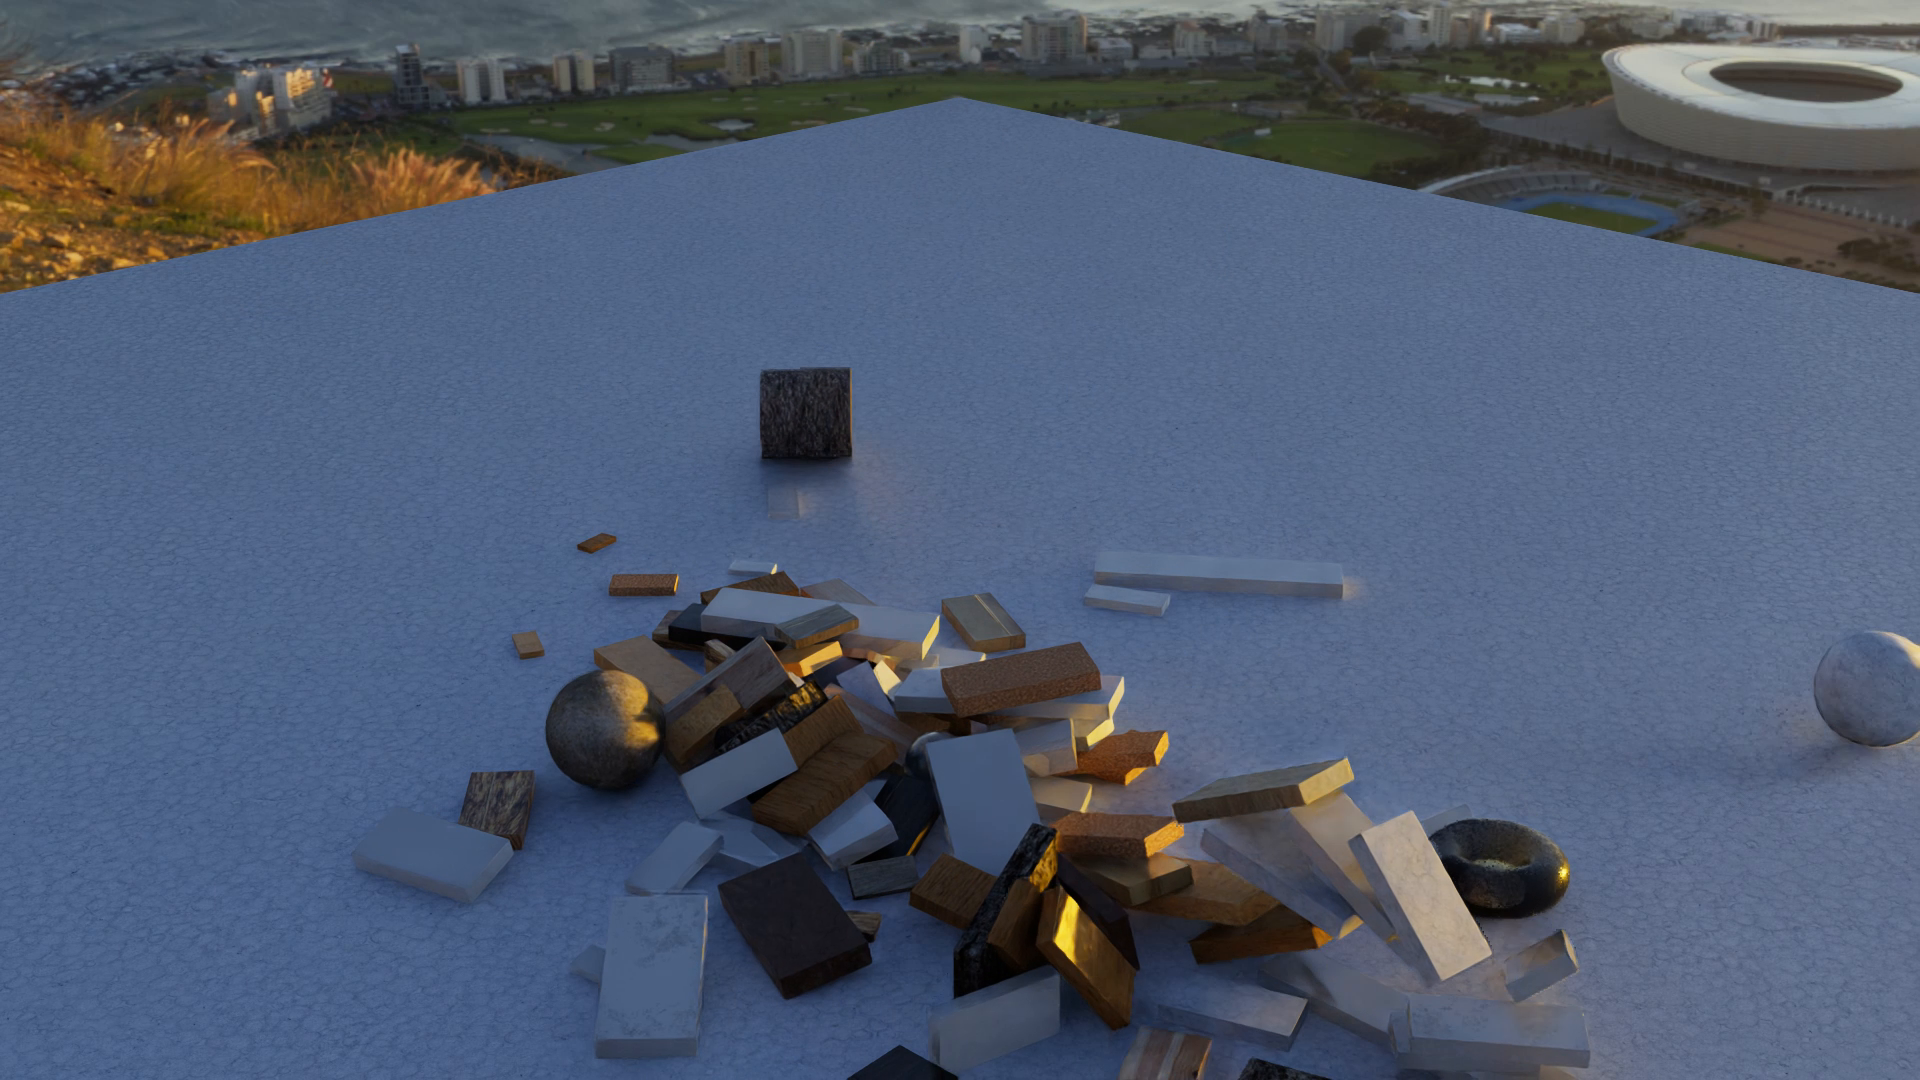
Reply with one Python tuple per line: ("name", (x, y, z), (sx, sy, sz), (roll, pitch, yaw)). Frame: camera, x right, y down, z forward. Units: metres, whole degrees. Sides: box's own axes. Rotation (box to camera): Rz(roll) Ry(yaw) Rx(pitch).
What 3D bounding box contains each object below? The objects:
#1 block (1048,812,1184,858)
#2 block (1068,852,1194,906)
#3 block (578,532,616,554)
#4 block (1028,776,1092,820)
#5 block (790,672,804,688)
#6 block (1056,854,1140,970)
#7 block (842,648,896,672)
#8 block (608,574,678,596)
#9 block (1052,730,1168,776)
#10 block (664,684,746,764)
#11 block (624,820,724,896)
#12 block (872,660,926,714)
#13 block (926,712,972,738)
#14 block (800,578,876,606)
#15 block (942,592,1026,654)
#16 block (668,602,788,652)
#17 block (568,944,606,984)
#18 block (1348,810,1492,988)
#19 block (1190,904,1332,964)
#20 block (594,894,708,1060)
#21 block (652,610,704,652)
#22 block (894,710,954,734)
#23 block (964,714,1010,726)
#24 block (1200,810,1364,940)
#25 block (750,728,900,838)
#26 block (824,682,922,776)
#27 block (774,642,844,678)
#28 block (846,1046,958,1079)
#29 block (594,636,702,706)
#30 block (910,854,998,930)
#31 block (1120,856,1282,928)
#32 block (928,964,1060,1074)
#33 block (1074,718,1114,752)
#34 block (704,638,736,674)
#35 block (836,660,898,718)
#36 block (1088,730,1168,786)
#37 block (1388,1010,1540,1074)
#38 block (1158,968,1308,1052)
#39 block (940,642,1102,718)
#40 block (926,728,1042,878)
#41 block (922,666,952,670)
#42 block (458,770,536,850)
("block", (0.288, 0.569, 4.254), (0.260, 0.037, 0.130), (-3, 11, 40))
("block", (0.318, 0.622, 4.134), (0.130, 0.037, 0.260), (-16, 10, -21))
("block", (-0.945, 0.008, 5.725), (0.048, 0.014, 0.096), (14, 27, 30))
("block", (0.144, 0.515, 4.478), (0.229, 0.032, 0.114), (11, 25, 12))
("block", (-0.304, 0.386, 4.668), (0.248, 0.035, 0.124), (34, 36, 17))
("block", (0.230, 0.675, 3.997), (0.037, 0.130, 0.260), (-26, 31, -20))
("block", (-0.217, 0.267, 4.930), (0.077, 0.022, 0.155), (28, -15, -32))
("block", (-0.786, 0.112, 5.468), (0.162, 0.023, 0.081), (0, 23, -1))
("block", (0.310, 0.444, 4.577), (0.229, 0.032, 0.114), (-8, 15, 21))
("block", (-0.536, 0.382, 4.582), (0.172, 0.024, 0.086), (-38, 46, -5))
("block", (-0.547, 0.618, 4.216), (0.095, 0.027, 0.190), (13, 39, 29))
("block", (-0.140, 0.340, 4.799), (0.155, 0.022, 0.077), (48, 30, -3))
("block", (-0.026, 0.399, 4.731), (0.020, 0.070, 0.140), (-16, 28, -33))
("block", (-0.290, 0.156, 5.354), (0.109, 0.031, 0.218), (-14, 27, -29))
("block", (0.055, 0.198, 5.249), (0.125, 0.035, 0.249), (-8, 24, -17))
("block", (-0.529, 0.210, 5.116), (0.265, 0.037, 0.132), (9, 25, 17))
("block", (-0.626, 0.766, 3.925), (0.131, 0.018, 0.065), (13, 31, 28))
("block", (0.758, 0.590, 3.624), (0.134, 0.038, 0.267), (-15, 71, -38))
("block", (0.565, 0.687, 3.893), (0.152, 0.043, 0.304), (-21, -1, -40))
("block", (-0.533, 0.756, 3.828), (0.169, 0.048, 0.338), (-1, 35, -2))
("block", (-0.579, 0.220, 5.195), (0.265, 0.037, 0.132), (4, 23, 10))
("block", (-0.085, 0.408, 4.710), (0.140, 0.070, 0.020), (14, -8, 29))
("block", (0.015, 0.349, 4.758), (0.091, 0.026, 0.306), (-22, 17, -29))
("block", (0.583, 0.567, 3.815), (0.304, 0.043, 0.152), (32, 37, 34))
("block", (-0.269, 0.482, 4.383), (0.140, 0.040, 0.280), (9, 37, 47))
("block", (-0.199, 0.402, 4.641), (0.248, 0.035, 0.124), (29, 35, 10))
("block", (-0.389, 0.277, 4.899), (0.248, 0.035, 0.124), (-11, 11, 45))
("block", (-0.140, 0.916, 3.554), (0.131, 0.037, 0.262), (19, 30, 38))
("block", (-0.638, 0.337, 4.920), (0.132, 0.037, 0.524), (-16, 28, -33))
("block", (0.045, 0.673, 4.048), (0.247, 0.035, 0.123), (22, 38, 20))
("block", (0.453, 0.648, 4.064), (0.152, 0.043, 0.304), (-21, 13, -40))
("block", (0.059, 0.809, 3.699), (0.242, 0.121, 0.034), (-14, 26, -30))
("block", (0.200, 0.411, 4.673), (0.229, 0.032, 0.114), (-4, 17, 34))
("block", (-0.493, 0.313, 4.878), (0.032, 0.113, 0.227), (-16, 28, -33))
("block", (-0.198, 0.345, 4.728), (0.077, 0.155, 0.022), (-26, -15, -7))
("block", (0.355, 0.458, 4.647), (0.091, 0.026, 0.182), (15, 27, 31))
("block", (0.839, 0.836, 3.664), (0.233, 0.033, 0.117), (1, 23, 3))
("block", (0.472, 0.812, 3.804), (0.233, 0.033, 0.117), (10, 25, 22))
("block", (0.126, 0.291, 4.604), (0.307, 0.043, 0.153), (-11, 23, -9))
("block", (0.056, 0.529, 4.266), (0.177, 0.050, 0.354), (-9, 46, -8))
("block", (-0.050, 0.319, 4.805), (0.091, 0.026, 0.182), (-4, 16, 9))
("block", (-0.934, 0.545, 4.430), (0.129, 0.036, 0.257), (-2, 23, -4))
